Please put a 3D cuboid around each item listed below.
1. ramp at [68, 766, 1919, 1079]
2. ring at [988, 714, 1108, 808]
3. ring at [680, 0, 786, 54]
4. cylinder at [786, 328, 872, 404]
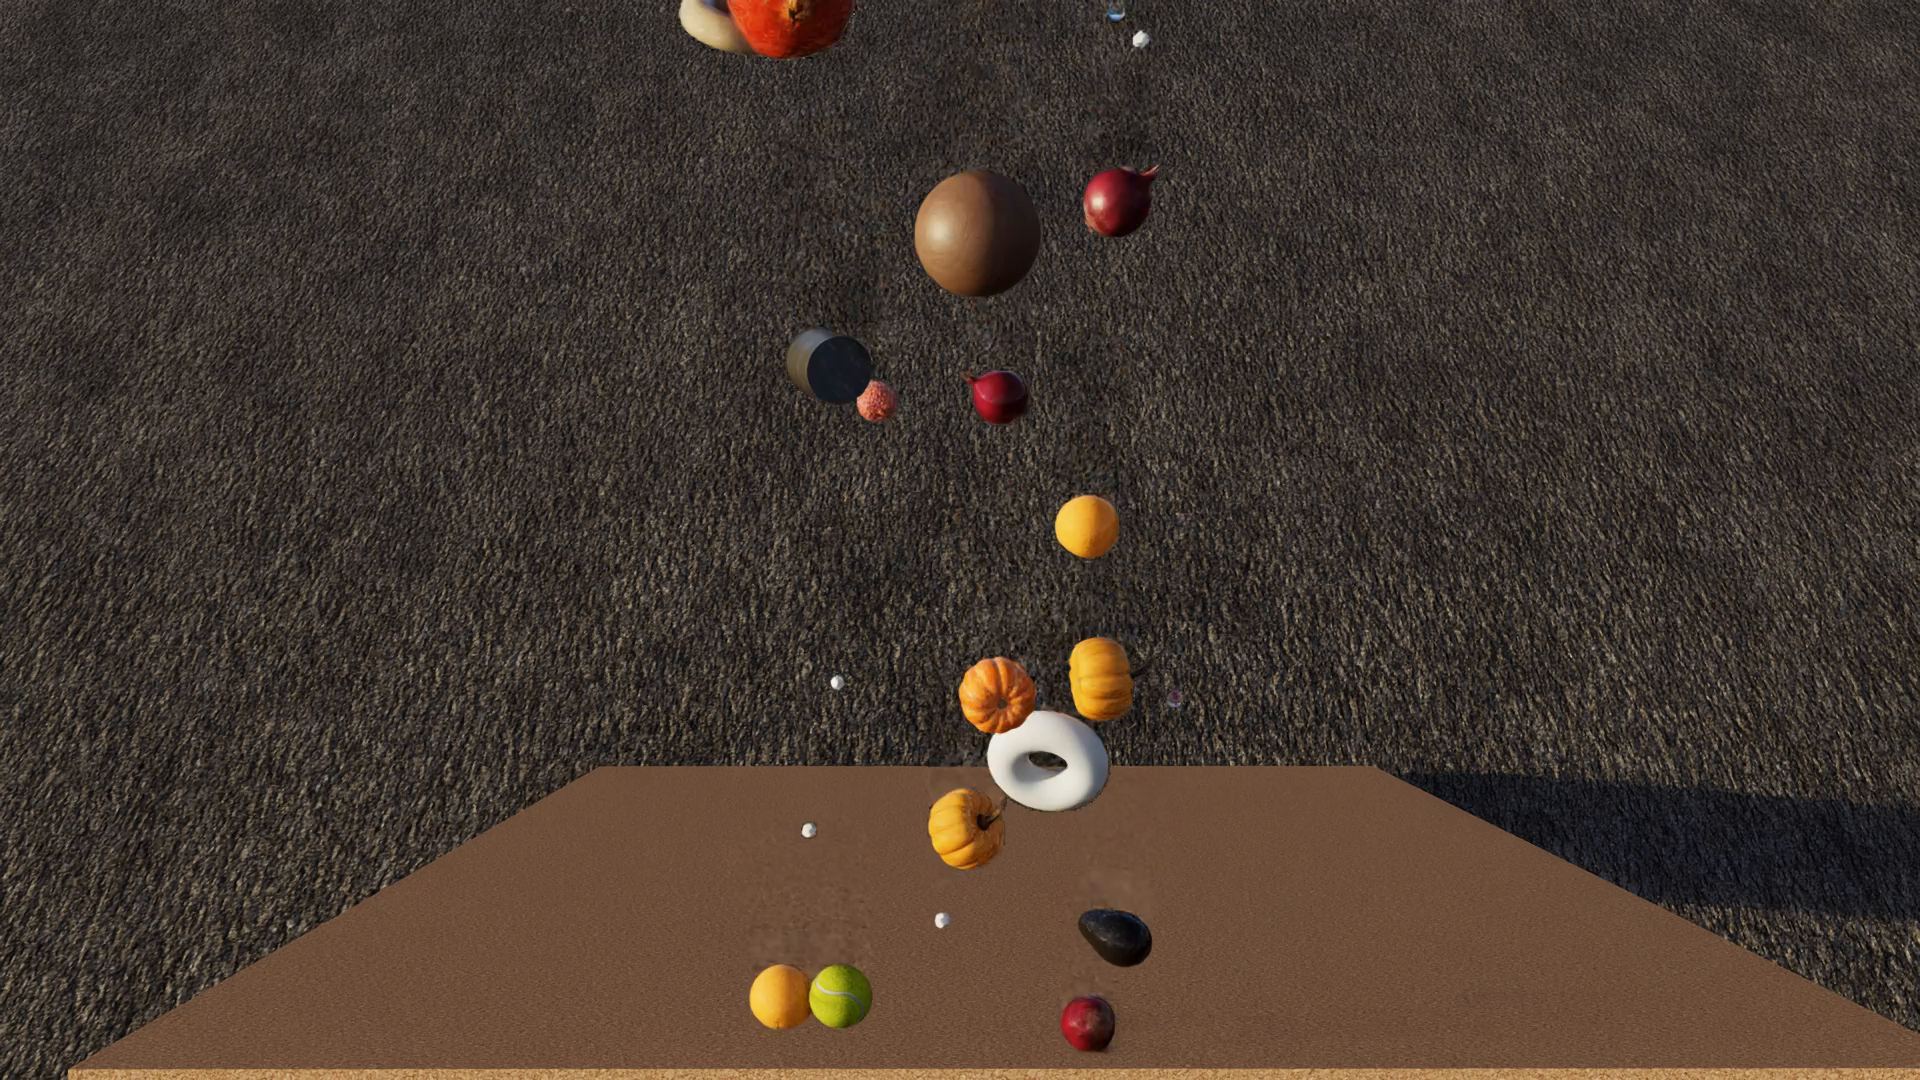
[{"bbox_3d":[0.070,0.618,4.697,2.000,0.100,4.000,0,0,0],"label":"ramp"},{"bbox_3d":[0.096,0.242,2.840,0.134,0.134,0.045,8,48,14],"label":"ring"},{"bbox_3d":[-0.206,-0.468,2.344,0.098,0.033,0.098,14,28,-8],"label":"ring"},{"bbox_3d":[-0.122,-0.162,2.406,0.063,0.063,0.063,-12,17,-19],"label":"cylinder"}]
